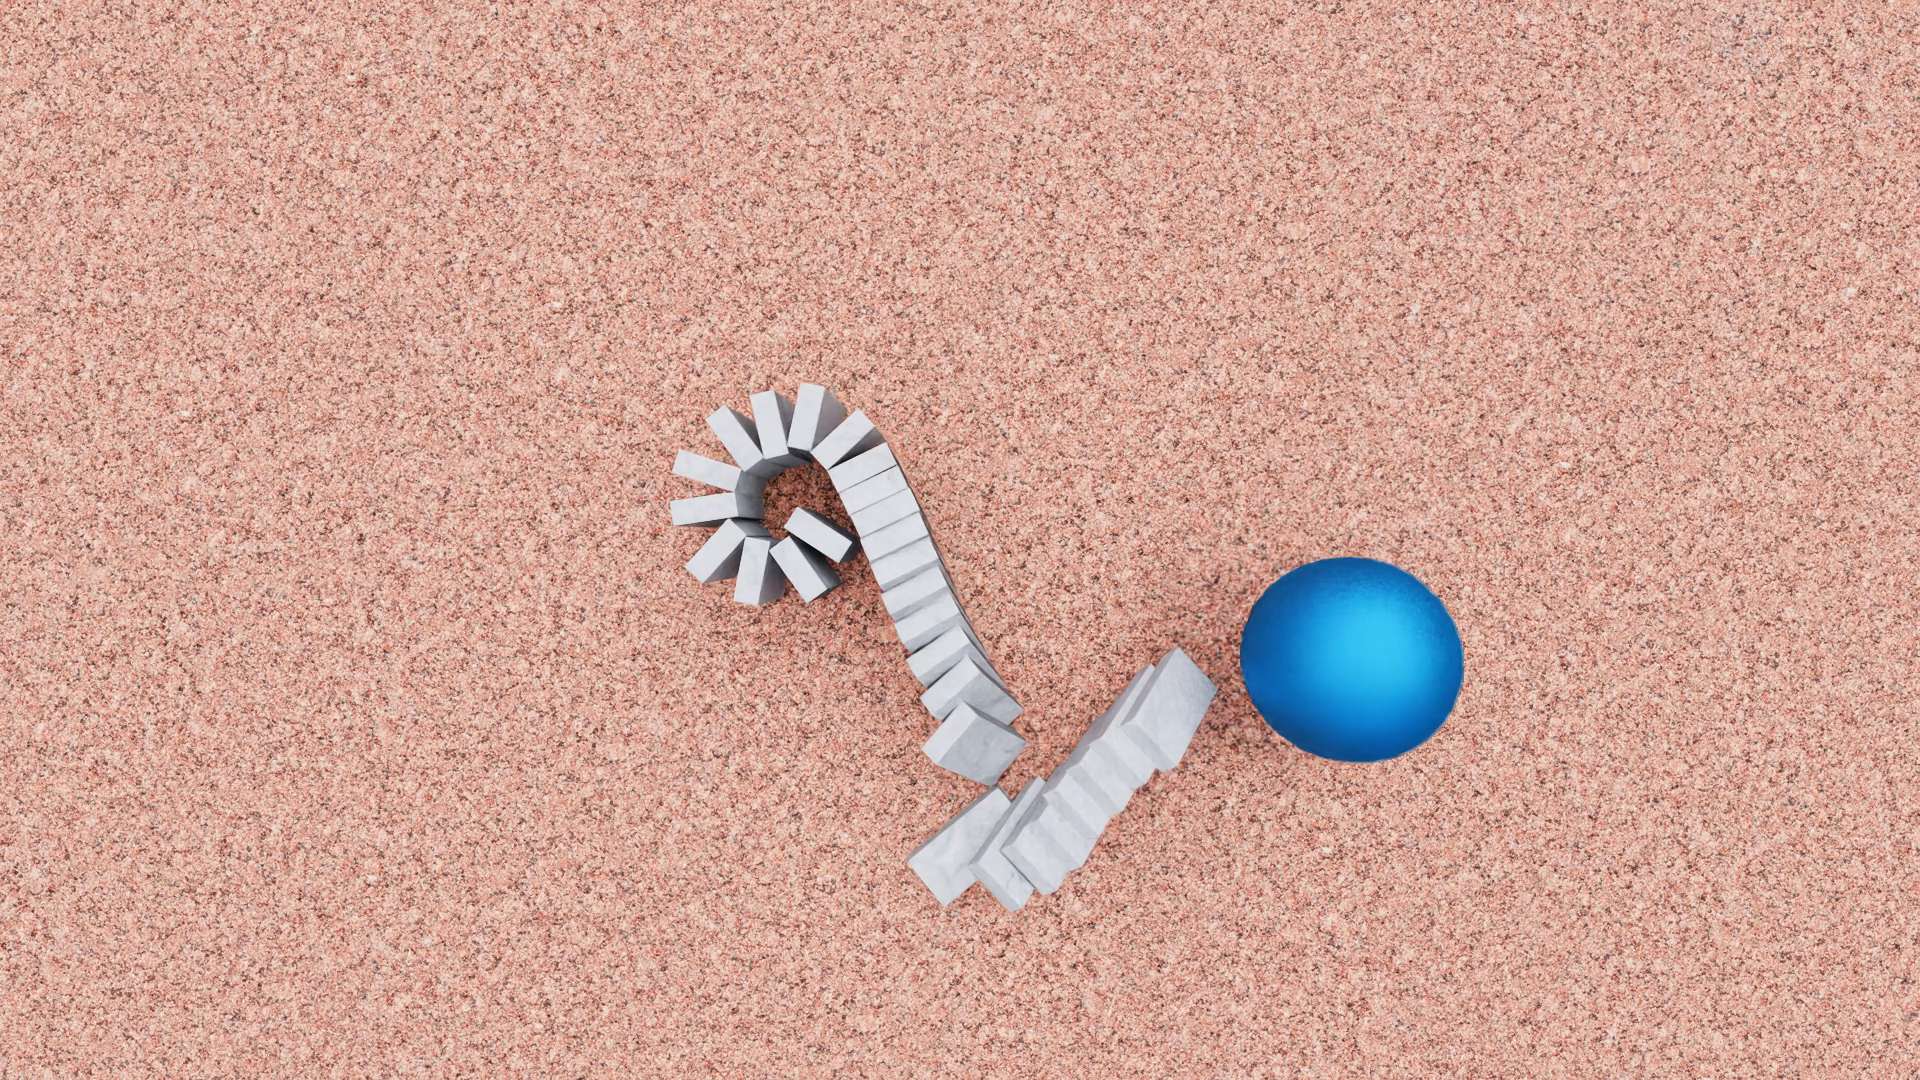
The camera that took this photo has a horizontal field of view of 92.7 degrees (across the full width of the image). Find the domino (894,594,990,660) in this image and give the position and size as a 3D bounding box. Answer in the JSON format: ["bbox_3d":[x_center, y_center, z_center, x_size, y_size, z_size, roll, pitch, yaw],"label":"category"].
[{"bbox_3d":[-0.007,0.042,0.376,0.025,0.050,0.009,-29,57,0],"label":"domino"}]

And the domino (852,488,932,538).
[{"bbox_3d":[-0.027,-0.006,0.375,0.025,0.050,0.010,-25,79,0],"label":"domino"}]

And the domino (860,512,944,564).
[{"bbox_3d":[-0.022,0.005,0.375,0.025,0.050,0.010,-25,74,0],"label":"domino"}]

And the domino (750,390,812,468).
[{"bbox_3d":[-0.072,-0.044,0.375,0.009,0.050,0.025,-13,90,2],"label":"domino"}]

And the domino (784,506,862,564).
[{"bbox_3d":[-0.054,-0.002,0.375,0.025,0.050,0.010,33,90,0],"label":"domino"}]

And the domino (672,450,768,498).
[{"bbox_3d":[-0.097,-0.027,0.375,0.025,0.050,0.009,17,90,0],"label":"domino"}]

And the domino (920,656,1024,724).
[{"bbox_3d":[0.006,0.068,0.377,0.025,0.050,0.009,-42,53,0],"label":"domino"}]

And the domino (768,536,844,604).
[{"bbox_3d":[-0.062,0.011,0.375,0.009,0.050,0.025,-36,90,0],"label":"domino"}]

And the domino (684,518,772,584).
[{"bbox_3d":[-0.093,0.004,0.375,0.009,0.050,0.025,42,90,0],"label":"domino"}]

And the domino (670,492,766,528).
[{"bbox_3d":[-0.098,-0.012,0.375,0.025,0.050,0.009,-8,90,0],"label":"domino"}]

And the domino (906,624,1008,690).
[{"bbox_3d":[0.000,0.055,0.377,0.025,0.050,0.009,-34,54,0],"label":"domino"}]

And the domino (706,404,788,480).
[{"bbox_3d":[-0.086,-0.039,0.375,0.009,0.050,0.025,-37,90,0],"label":"domino"}]

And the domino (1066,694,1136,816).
[{"bbox_3d":[0.066,0.087,0.379,0.025,0.009,0.050,48,45,1],"label":"domino"}]

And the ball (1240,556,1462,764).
[{"bbox_3d":[0.152,0.047,0.360,0.080,0.080,0.080,0,90,0],"label":"ball"}]

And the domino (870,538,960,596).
[{"bbox_3d":[-0.017,0.017,0.375,0.025,0.050,0.010,-25,68,0],"label":"domino"}]

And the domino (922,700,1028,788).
[{"bbox_3d":[0.007,0.085,0.377,0.025,0.050,0.009,-49,53,0],"label":"domino"}]

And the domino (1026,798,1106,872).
[{"bbox_3d":[0.050,0.109,0.379,0.025,0.010,0.050,47,45,0],"label":"domino"}]

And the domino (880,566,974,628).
[{"bbox_3d":[-0.012,0.030,0.376,0.025,0.050,0.010,-27,62,0],"label":"domino"}]

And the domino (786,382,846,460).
[{"bbox_3d":[-0.058,-0.047,0.375,0.009,0.050,0.025,12,89,3],"label":"domino"}]

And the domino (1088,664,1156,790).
[{"bbox_3d":[0.075,0.076,0.379,0.025,0.009,0.050,47,45,1],"label":"domino"}]

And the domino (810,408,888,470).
[{"bbox_3d":[-0.044,-0.038,0.375,0.025,0.050,0.009,-43,87,0],"label":"domino"}]

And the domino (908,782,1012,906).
[{"bbox_3d":[0.005,0.131,0.395,0.050,0.009,0.025,-39,90,0],"label":"domino"}]

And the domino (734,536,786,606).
[{"bbox_3d":[-0.080,0.012,0.375,0.010,0.050,0.025,11,90,0],"label":"domino"}]

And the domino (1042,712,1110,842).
[{"bbox_3d":[0.057,0.097,0.379,0.025,0.010,0.050,47,45,1],"label":"domino"}]

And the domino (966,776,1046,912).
[{"bbox_3d":[0.027,0.125,0.380,0.025,0.010,0.050,47,47,0],"label":"domino"}]

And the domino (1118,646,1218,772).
[{"bbox_3d":[0.087,0.069,0.379,0.025,0.010,0.050,46,45,0],"label":"domino"}]

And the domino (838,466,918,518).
[{"bbox_3d":[-0.031,-0.015,0.375,0.025,0.050,0.010,-25,80,0],"label":"domino"}]

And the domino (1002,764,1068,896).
[{"bbox_3d":[0.040,0.118,0.379,0.025,0.010,0.050,47,45,0],"label":"domino"}]

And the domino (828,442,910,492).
[{"bbox_3d":[-0.036,-0.026,0.375,0.025,0.050,0.009,-26,85,0],"label":"domino"}]
